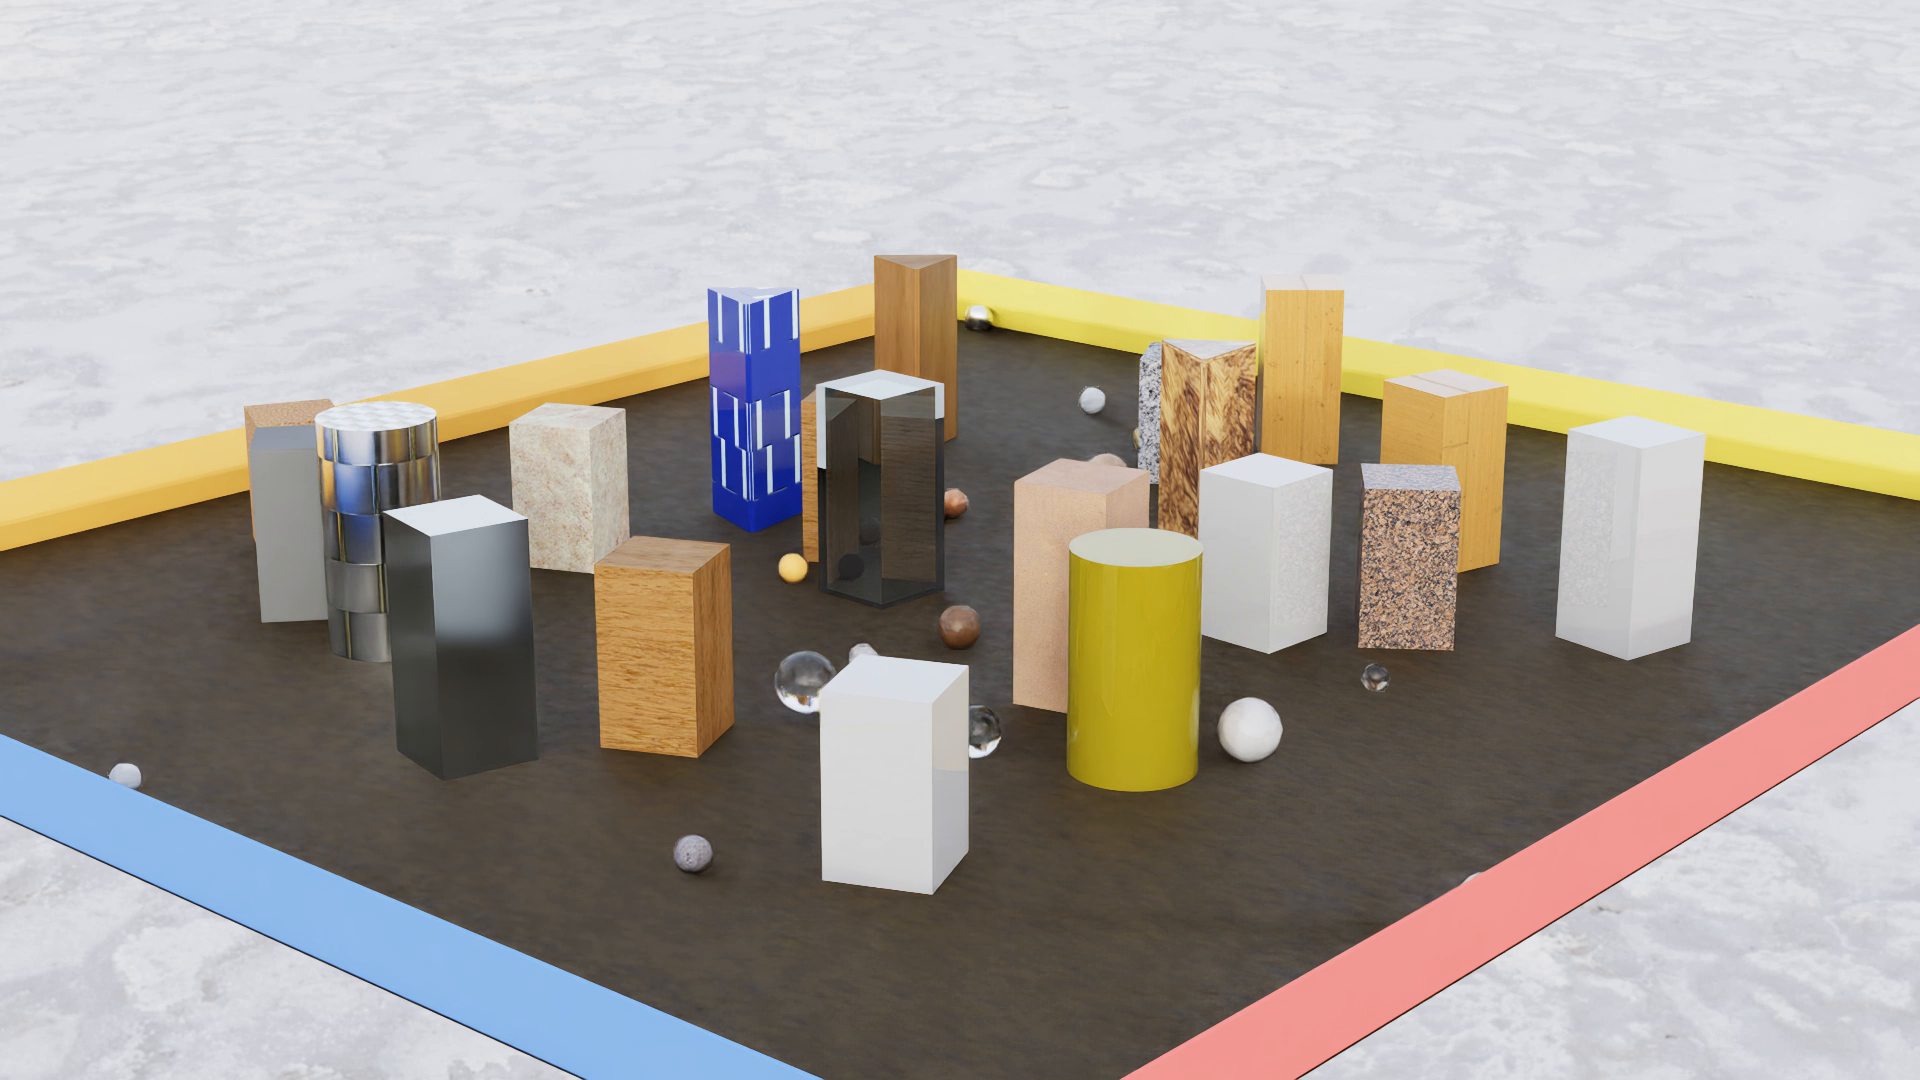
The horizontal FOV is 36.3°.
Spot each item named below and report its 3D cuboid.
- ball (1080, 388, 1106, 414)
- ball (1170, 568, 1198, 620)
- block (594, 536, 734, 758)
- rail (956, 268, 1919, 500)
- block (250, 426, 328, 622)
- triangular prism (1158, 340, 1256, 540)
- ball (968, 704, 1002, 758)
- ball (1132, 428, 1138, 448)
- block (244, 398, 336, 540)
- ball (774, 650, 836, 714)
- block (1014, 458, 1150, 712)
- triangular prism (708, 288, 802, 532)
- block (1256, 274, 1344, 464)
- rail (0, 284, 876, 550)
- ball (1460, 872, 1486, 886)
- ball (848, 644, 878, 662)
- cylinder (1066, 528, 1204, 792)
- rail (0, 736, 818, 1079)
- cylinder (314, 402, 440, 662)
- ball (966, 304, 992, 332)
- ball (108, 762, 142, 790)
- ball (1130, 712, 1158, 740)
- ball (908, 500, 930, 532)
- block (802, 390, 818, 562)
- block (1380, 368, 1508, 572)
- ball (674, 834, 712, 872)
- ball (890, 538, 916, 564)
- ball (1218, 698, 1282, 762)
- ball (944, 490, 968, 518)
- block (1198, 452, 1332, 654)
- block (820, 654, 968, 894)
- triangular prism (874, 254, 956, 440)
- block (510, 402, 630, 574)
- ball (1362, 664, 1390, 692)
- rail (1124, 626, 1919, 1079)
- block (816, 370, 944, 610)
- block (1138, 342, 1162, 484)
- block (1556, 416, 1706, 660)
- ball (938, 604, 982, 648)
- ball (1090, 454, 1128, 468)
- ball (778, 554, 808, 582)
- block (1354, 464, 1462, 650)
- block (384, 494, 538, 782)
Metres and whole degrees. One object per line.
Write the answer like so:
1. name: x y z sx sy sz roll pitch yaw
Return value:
1. ball: 0.287 -0.302 6.352 0.056 0.056 0.056 0 17 0
2. ball: 0.400 0.092 4.981 0.089 0.089 0.089 0 17 0
3. block: -0.444 0.159 4.422 0.156 0.288 0.156 5 17 16
4. rail: 1.080 -0.327 6.311 2.993 0.126 0.045 14 22 39
5. block: -1.122 -0.030 5.024 0.156 0.303 0.156 -3 17 -9
6. triangular prism: 0.426 -0.170 5.350 0.146 0.382 0.169 13 21 36
7. ball: 0.022 0.285 4.365 0.080 0.080 0.080 0 17 0
8. ball: 0.380 -0.211 6.062 0.049 0.049 0.049 0 17 0
9. block: -1.216 -0.113 5.384 0.156 0.253 0.156 -6 18 -21
10. ball: -0.238 0.220 4.550 0.097 0.097 0.097 0 17 0
11. block: 0.189 0.074 4.576 0.156 0.361 0.156 9 19 27
12. triangular prism: -0.410 -0.254 5.534 0.146 0.437 0.169 10 19 29
13. block: 0.692 -0.350 5.983 0.156 0.360 0.156 0 17 2
14. rail: -1.112 -0.247 6.045 0.045 0.126 3.341 14 22 39
15. ball: 0.678 0.463 3.794 0.067 0.067 0.067 0 17 0
16. ball: -0.157 0.190 4.735 0.047 0.047 0.047 0 17 0
17. cylinder: 0.254 0.173 4.285 0.195 0.340 0.195 0 17 0
18. rail: -1.080 0.391 3.930 2.993 0.126 0.045 14 22 39
19. cylinder: -0.950 -0.015 4.824 0.195 0.389 0.195 0 17 0
20. ball: 0.047 -0.540 7.124 0.065 0.065 0.065 0 17 0
21. ball: -1.204 0.344 4.229 0.045 0.045 0.045 0 17 0
22. ball: 0.278 0.281 4.442 0.042 0.042 0.042 0 17 0
23. ball: -0.084 -0.045 5.496 0.058 0.058 0.058 0 17 0
24. block: -0.189 -0.121 5.332 0.156 0.298 0.156 4 17 14
25. block: 0.867 -0.122 5.280 0.156 0.331 0.156 -11 20 -33
26. ball: -0.360 0.423 3.956 0.051 0.051 0.051 0 17 0
27. ball: -0.104 0.021 5.295 0.047 0.047 0.047 0 17 0
28. ball: 0.430 0.281 4.349 0.096 0.096 0.096 0 17 0
29. ball: -0.011 -0.069 5.582 0.055 0.055 0.055 0 17 0
30. block: 0.507 0.020 4.891 0.156 0.284 0.156 16 23 42
31. block: -0.087 0.313 3.943 0.156 0.270 0.156 5 18 17
32. triangular prism: -0.070 -0.395 6.088 0.146 0.386 0.169 -10 20 -30
33. block: -0.704 -0.096 5.304 0.156 0.266 0.156 5 18 17
34. ball: 0.658 0.218 4.650 0.044 0.044 0.044 0 17 0
35. rail: 1.112 0.311 4.196 0.045 0.126 3.341 14 22 39
36. block: -0.137 -0.090 5.100 0.156 0.373 0.156 15 23 41
37. block: 0.445 -0.251 5.846 0.156 0.251 0.156 3 17 11
38. block: 1.107 -0.006 4.847 0.156 0.358 0.156 -12 21 -35
39. ball: 0.000 0.143 4.848 0.073 0.073 0.073 0 17 0
40. ball: 0.284 -0.120 5.683 0.094 0.094 0.094 0 17 0
41. ball: -0.296 0.049 5.195 0.051 0.051 0.051 0 17 0
42. block: 0.744 0.027 4.885 0.156 0.274 0.156 1 17 5
43. block: -0.736 0.142 4.330 0.156 0.373 0.156 -12 20 -34
